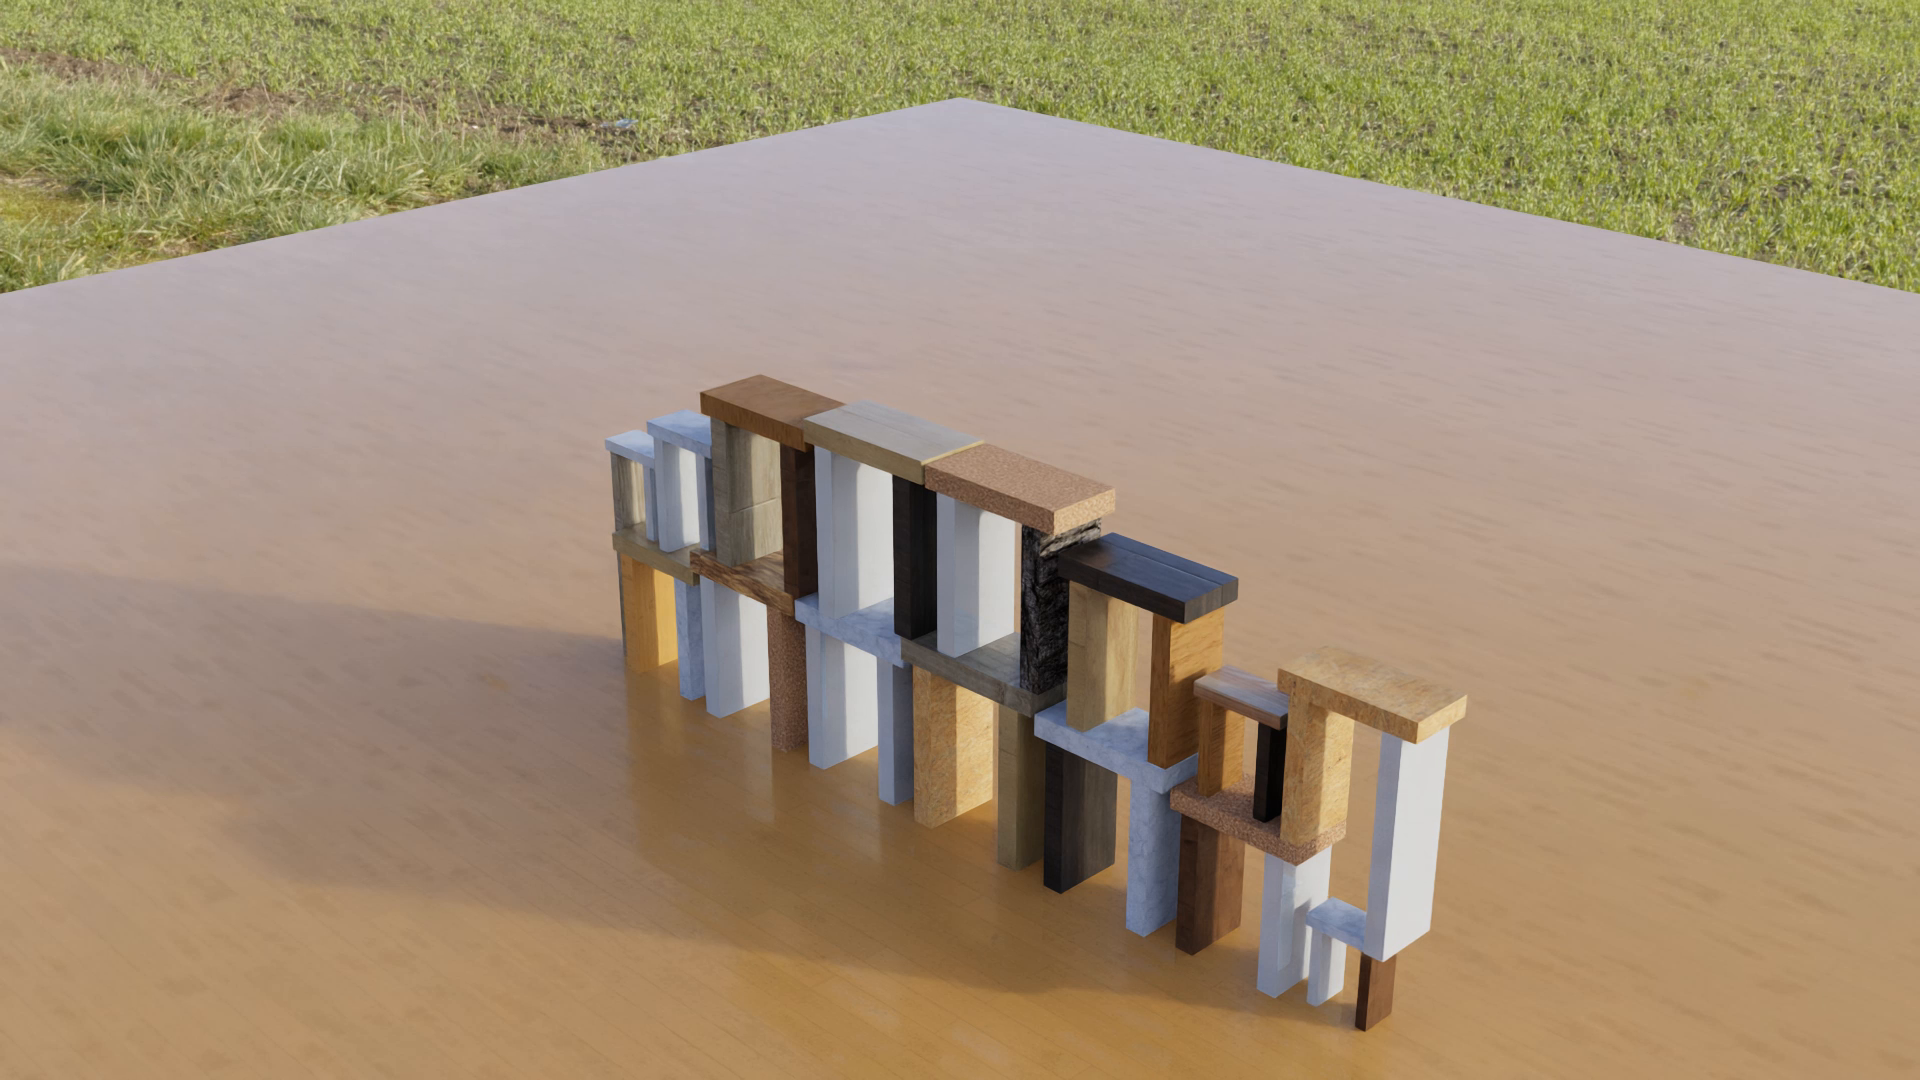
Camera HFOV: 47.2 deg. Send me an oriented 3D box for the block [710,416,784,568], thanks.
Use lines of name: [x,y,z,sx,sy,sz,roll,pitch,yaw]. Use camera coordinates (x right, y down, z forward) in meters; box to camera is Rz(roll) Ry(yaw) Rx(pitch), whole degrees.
block: [-0.443,-0.121,4.657,0.046,0.328,0.164,21,31,41]

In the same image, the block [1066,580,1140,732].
block: [0.262,0.192,4.021,0.041,0.292,0.146,21,31,41]

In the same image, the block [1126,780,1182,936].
block: [0.378,0.559,4.045,0.044,0.312,0.156,21,31,41]

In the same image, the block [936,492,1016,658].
block: [0.031,0.046,4.211,0.164,0.329,0.047,-21,31,-41]

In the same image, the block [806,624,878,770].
block: [-0.245,0.306,4.626,0.046,0.323,0.162,21,31,41]

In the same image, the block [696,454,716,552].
block: [-0.513,-0.095,4.739,0.031,0.217,0.108,21,31,41]

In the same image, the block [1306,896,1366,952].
block: [0.679,0.665,3.772,0.154,0.022,0.077,21,31,40]

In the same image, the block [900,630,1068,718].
block: [0.069,0.235,4.249,0.349,0.049,0.175,21,31,41]

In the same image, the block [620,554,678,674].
block: [-0.699,0.148,5.043,0.041,0.289,0.144,21,31,41]

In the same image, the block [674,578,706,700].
block: [-0.563,0.201,4.917,0.041,0.289,0.144,21,31,41]

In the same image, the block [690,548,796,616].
block: [-0.407,0.068,4.694,0.331,0.047,0.166,21,31,41]

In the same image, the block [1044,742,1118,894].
block: [0.230,0.501,4.180,0.044,0.312,0.156,21,31,41]

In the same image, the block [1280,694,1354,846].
block: [0.607,0.368,3.723,0.138,0.275,0.039,-21,31,-41]

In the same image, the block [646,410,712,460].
block: [-0.564,-0.229,4.738,0.217,0.031,0.108,21,31,40]

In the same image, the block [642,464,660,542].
block: [-0.661,-0.094,4.910,0.025,0.177,0.089,21,31,41]

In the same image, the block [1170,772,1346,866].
block: [0.522,0.479,3.865,0.280,0.040,0.140,21,31,41]

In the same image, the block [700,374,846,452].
block: [-0.365,-0.263,4.514,0.328,0.046,0.164,21,31,40]

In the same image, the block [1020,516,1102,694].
block: [0.186,0.107,4.068,0.047,0.328,0.164,21,31,41]

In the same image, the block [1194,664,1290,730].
block: [0.505,0.270,3.793,0.187,0.027,0.094,21,31,41]

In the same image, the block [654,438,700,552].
block: [-0.616,-0.113,4.843,0.031,0.265,0.108,21,31,41]

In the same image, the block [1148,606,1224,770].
block: [0.400,0.246,3.894,0.041,0.292,0.146,21,31,41]

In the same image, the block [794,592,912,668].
block: [-0.169,0.166,4.484,0.323,0.046,0.162,21,31,41]

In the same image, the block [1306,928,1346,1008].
block: [0.642,0.731,3.841,0.077,0.154,0.022,-21,31,-41]

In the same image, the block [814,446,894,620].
block: [-0.210,-0.035,4.434,0.047,0.364,0.167,21,31,41]

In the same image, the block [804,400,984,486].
block: [-0.131,-0.194,4.281,0.334,0.047,0.167,21,31,41]

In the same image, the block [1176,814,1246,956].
block: [0.456,0.600,3.989,0.040,0.280,0.140,21,31,41]

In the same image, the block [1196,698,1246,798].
block: [0.461,0.351,3.875,0.027,0.187,0.094,21,31,41]

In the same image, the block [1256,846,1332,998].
block: [0.588,0.651,3.867,0.040,0.280,0.140,21,31,41]

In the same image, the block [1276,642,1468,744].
block: [0.673,0.249,3.601,0.138,0.039,0.275,-21,31,-41]

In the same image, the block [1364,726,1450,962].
block: [0.737,0.485,3.631,0.039,0.419,0.138,21,31,41]

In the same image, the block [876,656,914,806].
block: [-0.093,0.365,4.486,0.046,0.323,0.162,21,31,41]

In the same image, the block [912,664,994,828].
block: [-0.013,0.387,4.402,0.049,0.349,0.175,21,31,41]

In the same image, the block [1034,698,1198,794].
block: [0.304,0.366,4.043,0.312,0.044,0.156,21,31,41]

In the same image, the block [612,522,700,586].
block: [-0.631,0.023,4.916,0.289,0.041,0.144,21,31,41]

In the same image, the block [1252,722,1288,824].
block: [0.549,0.386,3.794,0.027,0.187,0.094,21,31,41]

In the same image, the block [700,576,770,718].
block: [-0.486,0.211,4.839,0.047,0.331,0.166,21,31,41]

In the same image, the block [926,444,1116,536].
block: [0.109,-0.097,4.067,0.328,0.047,0.164,21,31,41]

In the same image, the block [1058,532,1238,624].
block: [0.331,0.065,3.893,0.292,0.041,0.146,21,31,41]

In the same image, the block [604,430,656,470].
block: [-0.703,-0.203,4.909,0.177,0.025,0.089,21,31,41]

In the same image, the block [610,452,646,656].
block: [-0.744,0.025,5.052,0.025,0.507,0.089,21,31,41]

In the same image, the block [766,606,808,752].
block: [-0.329,0.272,4.696,0.047,0.331,0.166,21,31,41]

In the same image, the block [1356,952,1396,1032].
block: [0.715,0.759,3.774,0.077,0.154,0.022,-21,31,-41]

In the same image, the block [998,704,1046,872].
block: [0.152,0.451,4.251,0.049,0.349,0.175,21,31,41]

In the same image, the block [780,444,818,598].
block: [-0.288,-0.060,4.516,0.046,0.328,0.164,21,31,40]

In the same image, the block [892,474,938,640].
block: [-0.053,0.013,4.283,0.167,0.334,0.047,-21,31,-41]
